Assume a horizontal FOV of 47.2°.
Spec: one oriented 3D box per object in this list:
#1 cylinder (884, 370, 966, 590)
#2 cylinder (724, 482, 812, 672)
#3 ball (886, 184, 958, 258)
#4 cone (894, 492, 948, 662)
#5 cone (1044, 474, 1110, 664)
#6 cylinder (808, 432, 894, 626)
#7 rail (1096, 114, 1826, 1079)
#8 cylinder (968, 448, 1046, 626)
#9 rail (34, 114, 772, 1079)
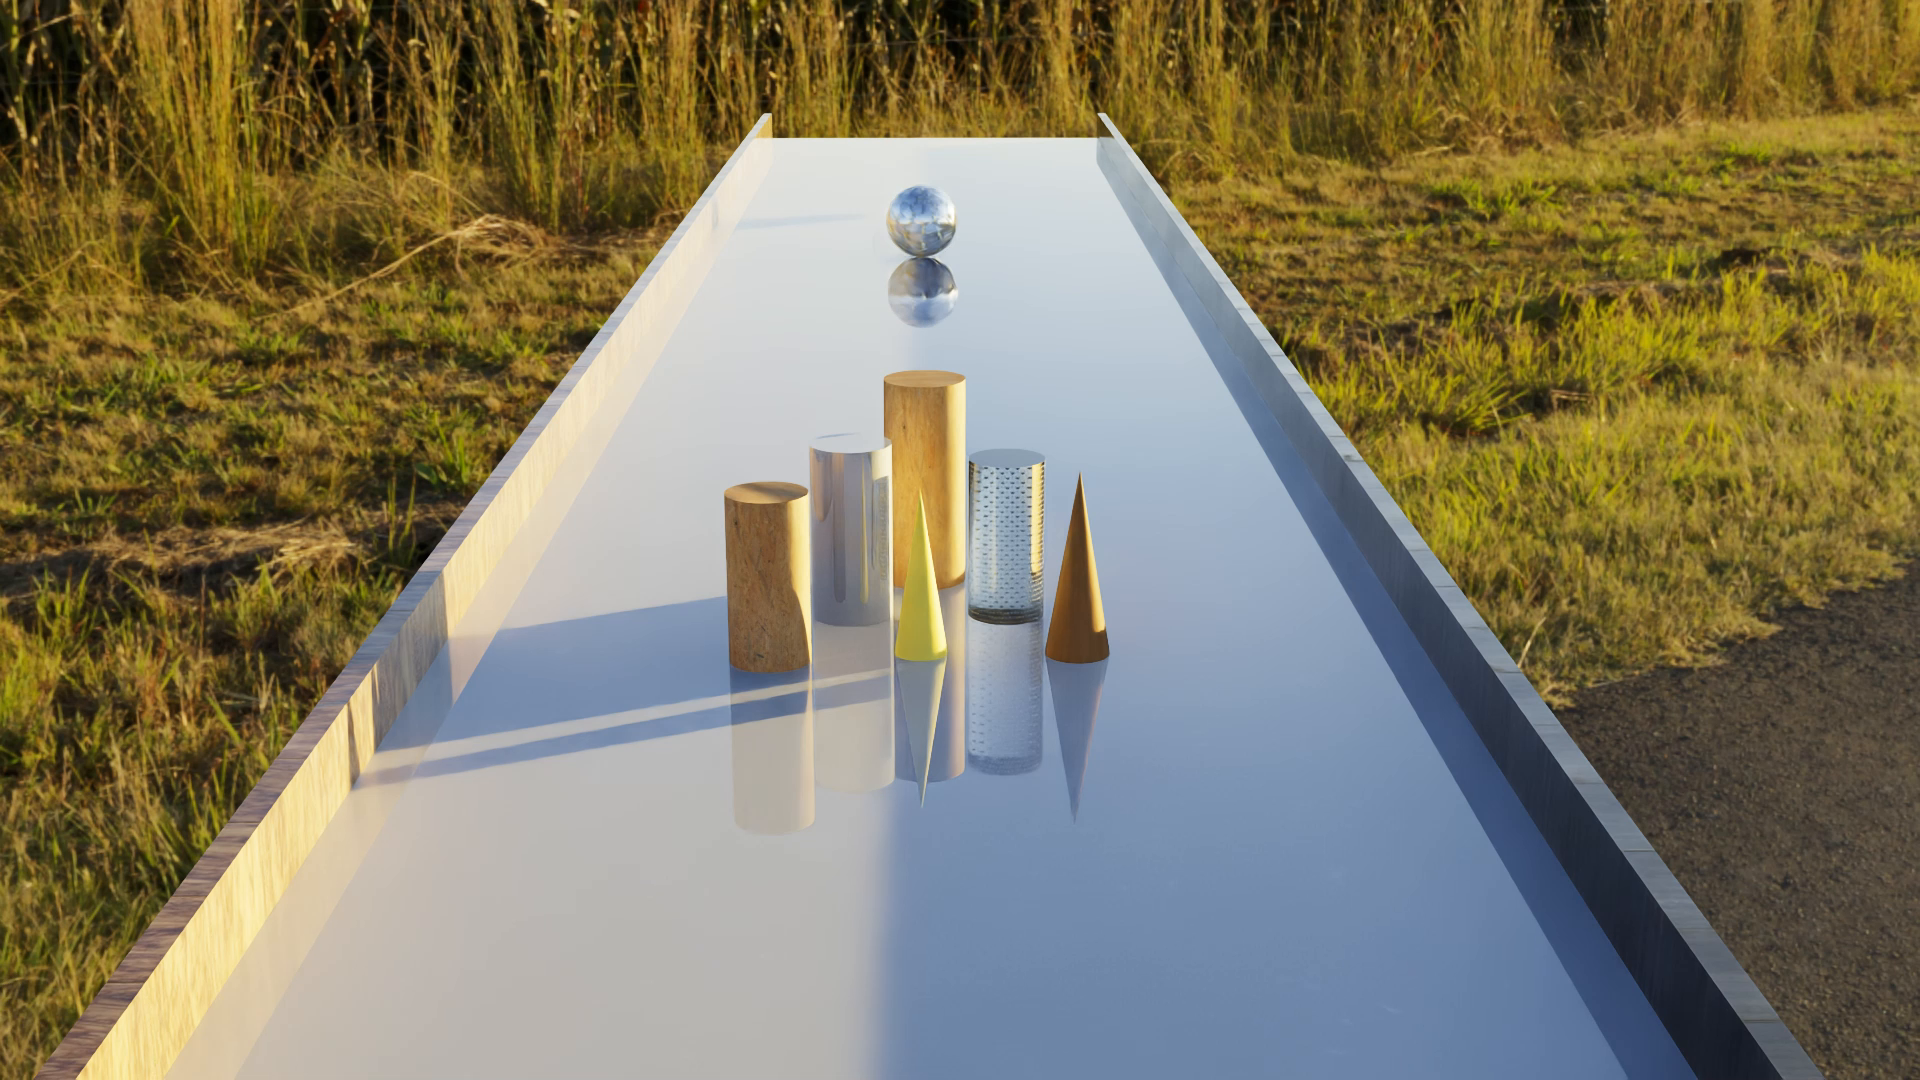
[{"bbox_3d":[-0.078,-0.134,4.874,0.179,0.458,0.179,0,17,0],"label":"cylinder"},{"bbox_3d":[-0.381,0.073,4.373,0.166,0.347,0.166,0,17,0],"label":"cylinder"},{"bbox_3d":[-0.158,-1.331,9.176,0.301,0.301,0.301,0,17,0],"label":"ball"},{"bbox_3d":[-0.079,0.062,4.411,0.108,0.347,0.108,0,17,0],"label":"cone"},{"bbox_3d":[0.238,0.044,4.404,0.132,0.384,0.132,0,17,0],"label":"cone"},{"bbox_3d":[-0.229,-0.023,4.644,0.174,0.376,0.174,0,17,0],"label":"cylinder"},{"bbox_3d":[0.932,-0.844,7.801,0.050,0.150,12.000,0,17,-1],"label":"rail"},{"bbox_3d":[0.098,-0.008,4.654,0.162,0.342,0.162,0,17,0],"label":"cylinder"},{"bbox_3d":[-1.118,-0.838,7.780,0.050,0.150,12.000,0,17,-1],"label":"rail"}]
